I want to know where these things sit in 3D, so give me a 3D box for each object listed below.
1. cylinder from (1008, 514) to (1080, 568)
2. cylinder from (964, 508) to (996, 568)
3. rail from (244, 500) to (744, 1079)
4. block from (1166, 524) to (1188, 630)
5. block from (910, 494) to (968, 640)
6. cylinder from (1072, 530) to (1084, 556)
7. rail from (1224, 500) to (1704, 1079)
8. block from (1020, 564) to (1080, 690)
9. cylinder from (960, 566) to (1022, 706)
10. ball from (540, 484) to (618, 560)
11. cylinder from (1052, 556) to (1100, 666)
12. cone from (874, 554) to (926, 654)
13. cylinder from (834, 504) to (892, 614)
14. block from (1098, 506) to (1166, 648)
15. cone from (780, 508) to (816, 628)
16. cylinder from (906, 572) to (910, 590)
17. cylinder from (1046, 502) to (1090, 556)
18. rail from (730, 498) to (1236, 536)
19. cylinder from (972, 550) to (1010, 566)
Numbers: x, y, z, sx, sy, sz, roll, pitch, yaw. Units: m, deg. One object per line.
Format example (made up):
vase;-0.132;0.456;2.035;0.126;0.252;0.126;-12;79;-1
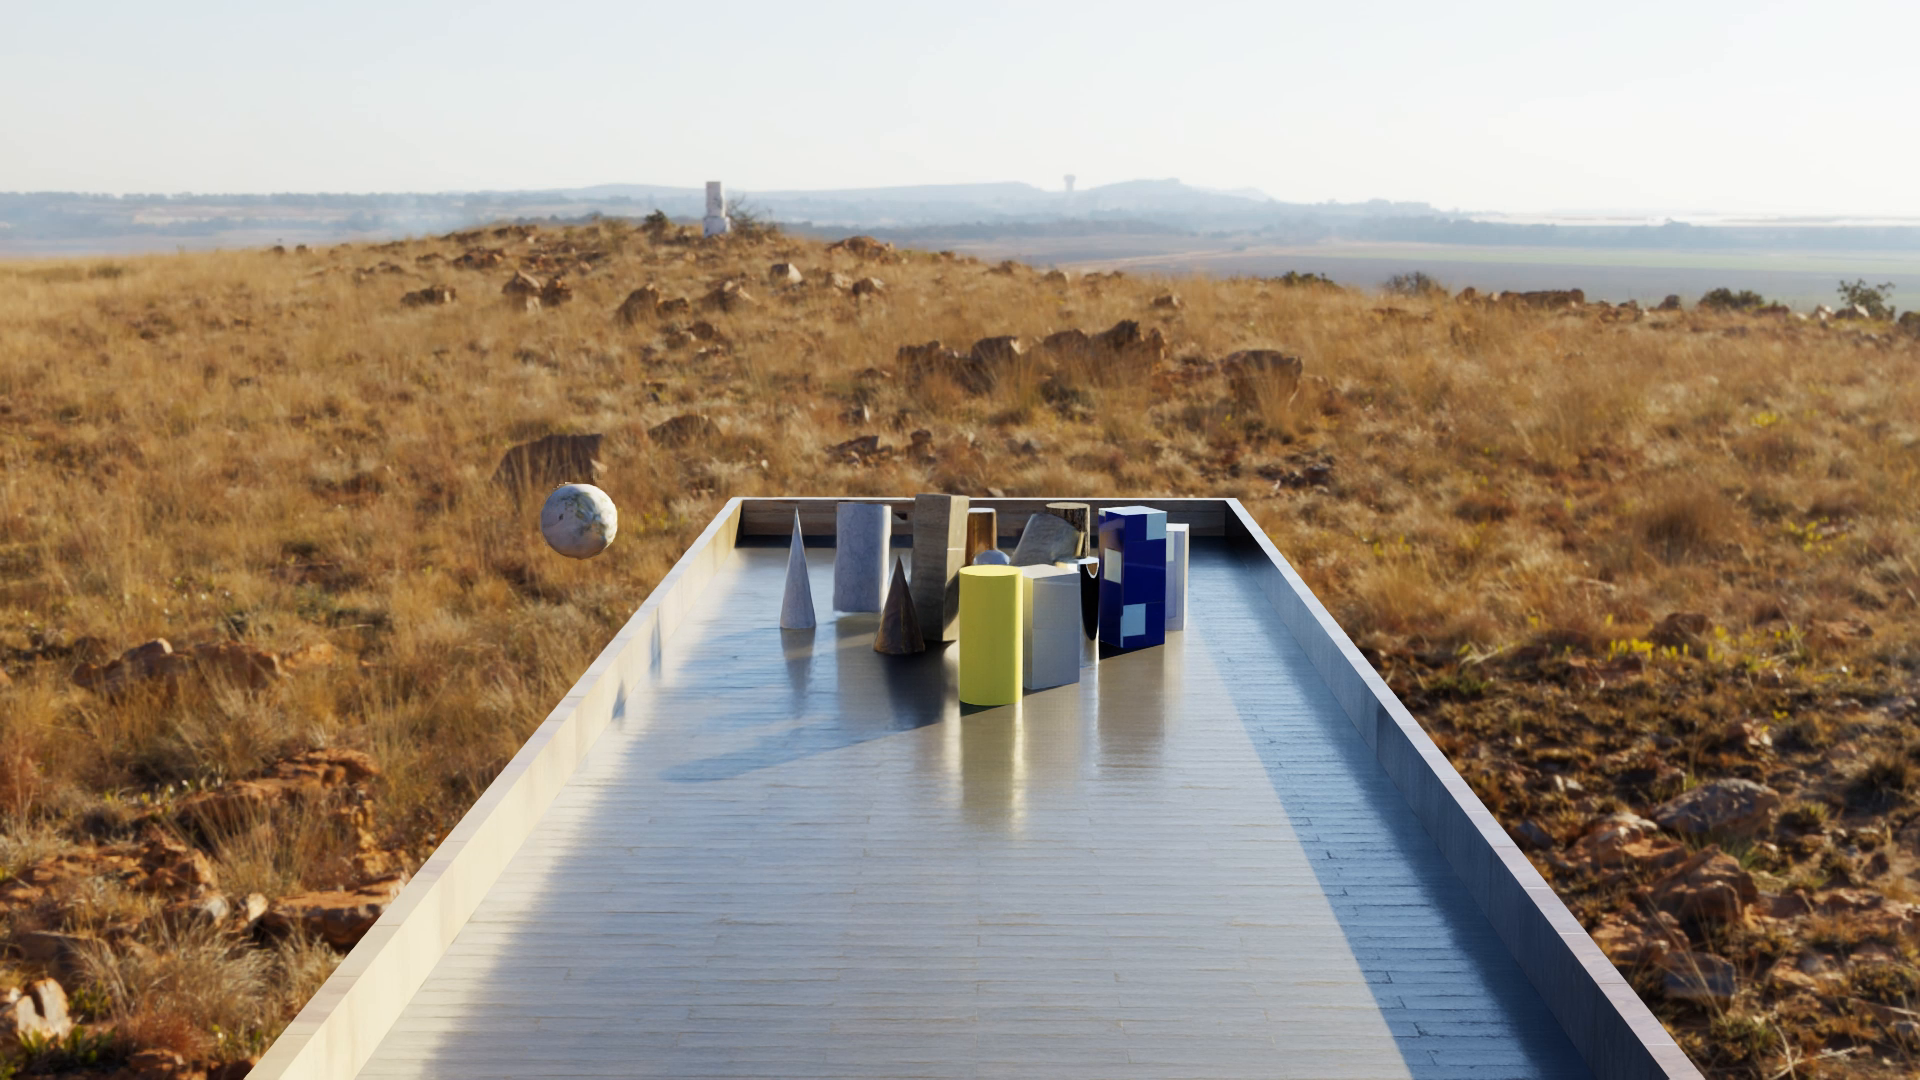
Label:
cylinder;0.210;0.143;6.713;0.167;0.434;0.167;20;-25;10
cylinder;0.050;0.093;7.192;0.137;0.380;0.137;0;7;0
rail;-1.004;0.839;3.234;0.050;0.150;12.000;0;9;1
block;0.665;0.119;7.214;0.154;0.327;0.154;2;9;10
block;-0.070;0.085;6.975;0.126;0.456;0.126;4;2;26
cylinder;0.282;0.134;6.947;0.159;0.349;0.159;11;-4;1
rail;1.046;0.843;3.208;0.050;0.150;12.000;0;9;1
block;0.228;0.250;6.396;0.172;0.324;0.172;-6;11;-35
cylinder;0.086;0.265;6.167;0.178;0.366;0.178;0;9;0
ball;-1.341;-0.066;7.746;0.269;0.269;0.269;0;9;0
cylinder;0.350;0.215;6.652;0.143;0.313;0.143;0;9;0
cone;-0.190;0.191;6.832;0.164;0.304;0.164;0;9;0
cylinder;-0.327;0.063;7.371;0.178;0.359;0.178;3;-2;0
block;0.542;0.115;6.941;0.155;0.421;0.155;-5;10;-27
cone;-0.534;0.084;7.211;0.122;0.396;0.122;0;9;0
cylinder;-0.092;0.082;7.390;0.111;0.368;0.111;24;-24;11
cylinder;0.352;0.084;7.207;0.144;0.398;0.144;0;9;0
rail;0.099;-0.098;9.147;2.100;0.150;0.050;0;9;1
cylinder;0.117;0.186;6.958;0.128;0.128;0.354;-1;36;-6
